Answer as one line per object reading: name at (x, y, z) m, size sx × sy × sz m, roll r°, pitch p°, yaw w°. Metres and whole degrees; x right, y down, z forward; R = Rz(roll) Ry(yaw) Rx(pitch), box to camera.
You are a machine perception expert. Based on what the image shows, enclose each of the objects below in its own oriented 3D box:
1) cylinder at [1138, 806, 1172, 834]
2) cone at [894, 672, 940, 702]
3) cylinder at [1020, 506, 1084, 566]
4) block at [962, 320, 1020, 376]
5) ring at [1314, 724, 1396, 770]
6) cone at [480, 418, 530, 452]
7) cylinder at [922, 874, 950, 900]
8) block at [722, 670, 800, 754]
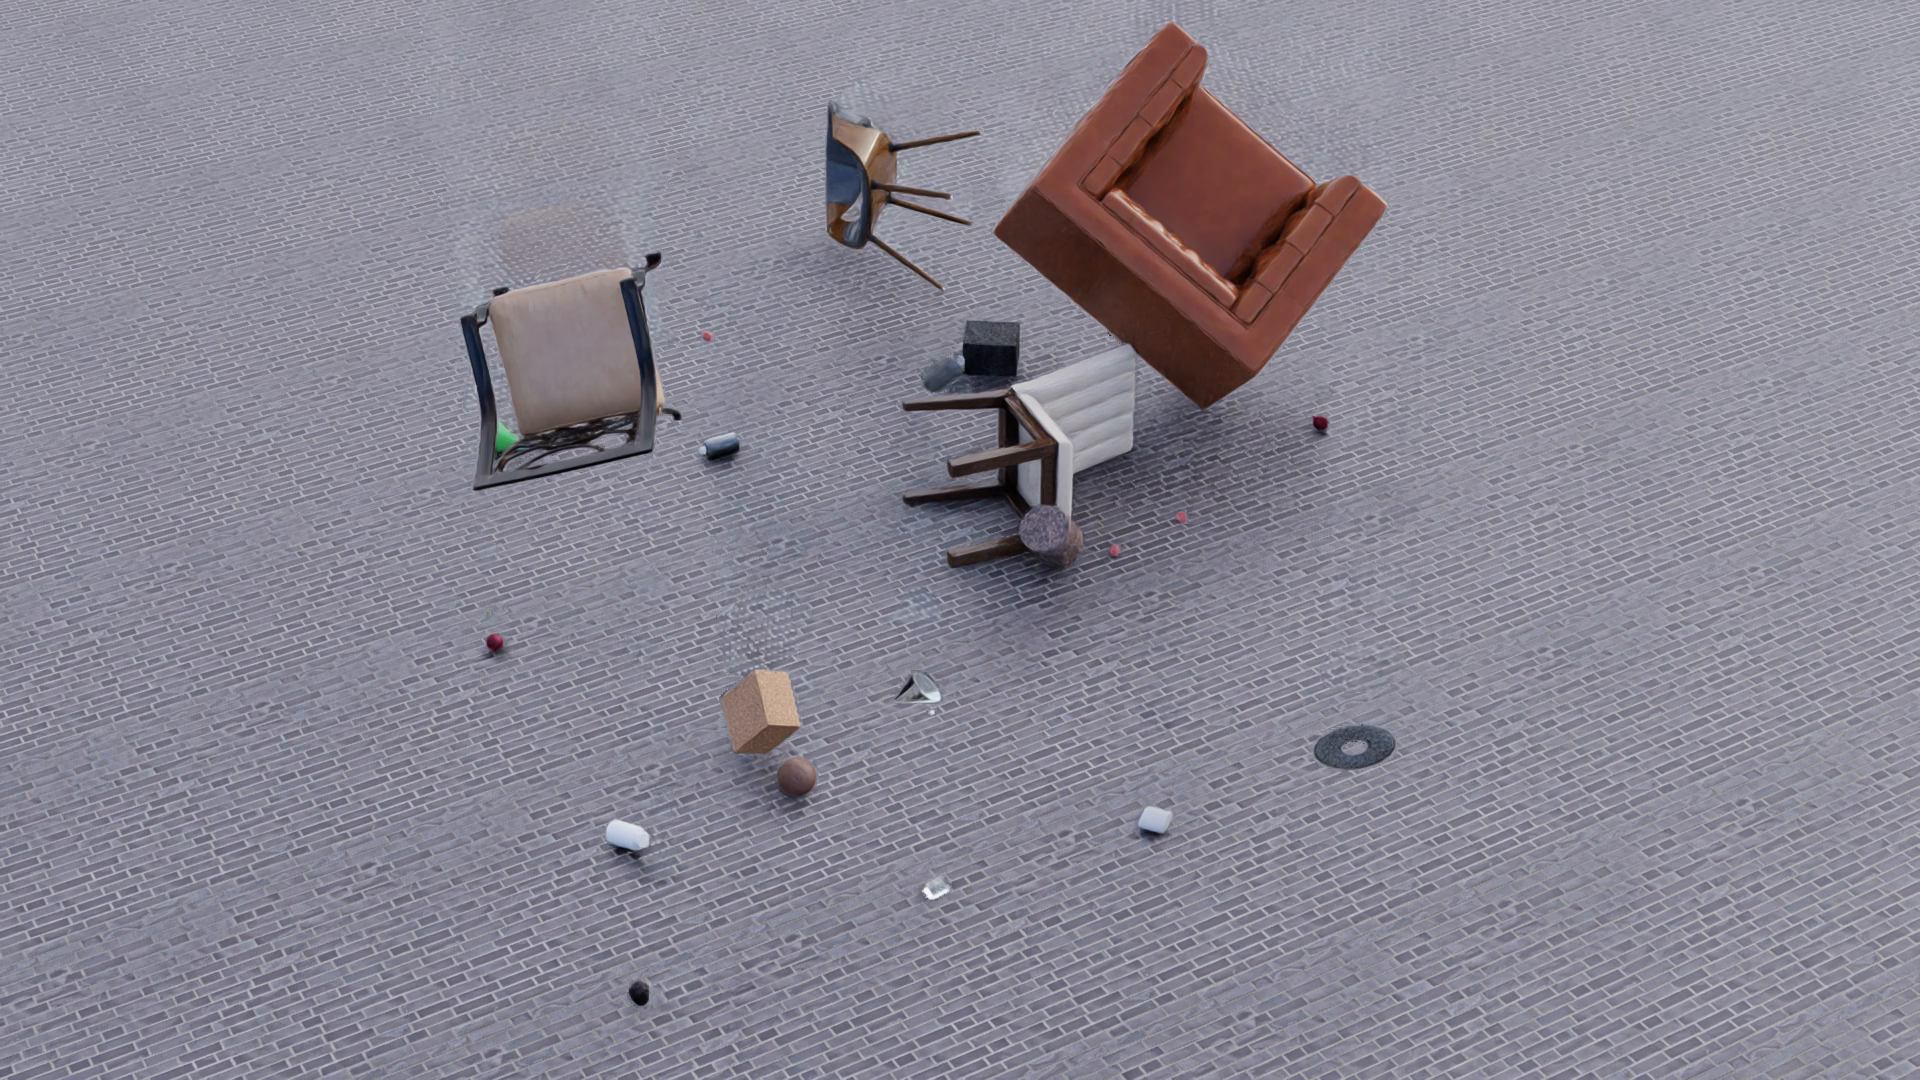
cylinder at (0.634, 0.909, 9.522) m, size 0.081 × 0.047 × 0.108 m, roll 13°, pitch 34°, yaw 19°
cone at (-0.160, 0.491, 9.335) m, size 0.146 × 0.134 × 0.073 m, roll -26°, pitch 34°, yaw 34°
cylinder at (0.335, -0.014, 10.733) m, size 0.190 × 0.181 × 0.178 m, roll 2°, pitch 72°, yaw 21°
block at (0.128, -0.784, 12.006) m, size 0.220 × 0.142 × 0.197 m, roll 3°, pitch 33°, yaw 4°
ring at (1.303, 0.683, 9.678) m, size 0.270 × 0.144 × 0.062 m, roll -9°, pitch -7°, yaw 8°
cone at (-1.760, -0.382, 11.452) m, size 0.174 × 0.197 × 0.131 m, roll 18°, pitch 65°, yaw -23°
cylinder at (-0.074, 1.095, 9.245) m, size 0.073 × 0.034 × 0.058 m, roll -31°, pitch 74°, yaw -31°
block at (-0.664, 0.574, 9.777) m, size 0.132 × 0.211 × 0.203 m, roll 6°, pitch 58°, yaw -39°
